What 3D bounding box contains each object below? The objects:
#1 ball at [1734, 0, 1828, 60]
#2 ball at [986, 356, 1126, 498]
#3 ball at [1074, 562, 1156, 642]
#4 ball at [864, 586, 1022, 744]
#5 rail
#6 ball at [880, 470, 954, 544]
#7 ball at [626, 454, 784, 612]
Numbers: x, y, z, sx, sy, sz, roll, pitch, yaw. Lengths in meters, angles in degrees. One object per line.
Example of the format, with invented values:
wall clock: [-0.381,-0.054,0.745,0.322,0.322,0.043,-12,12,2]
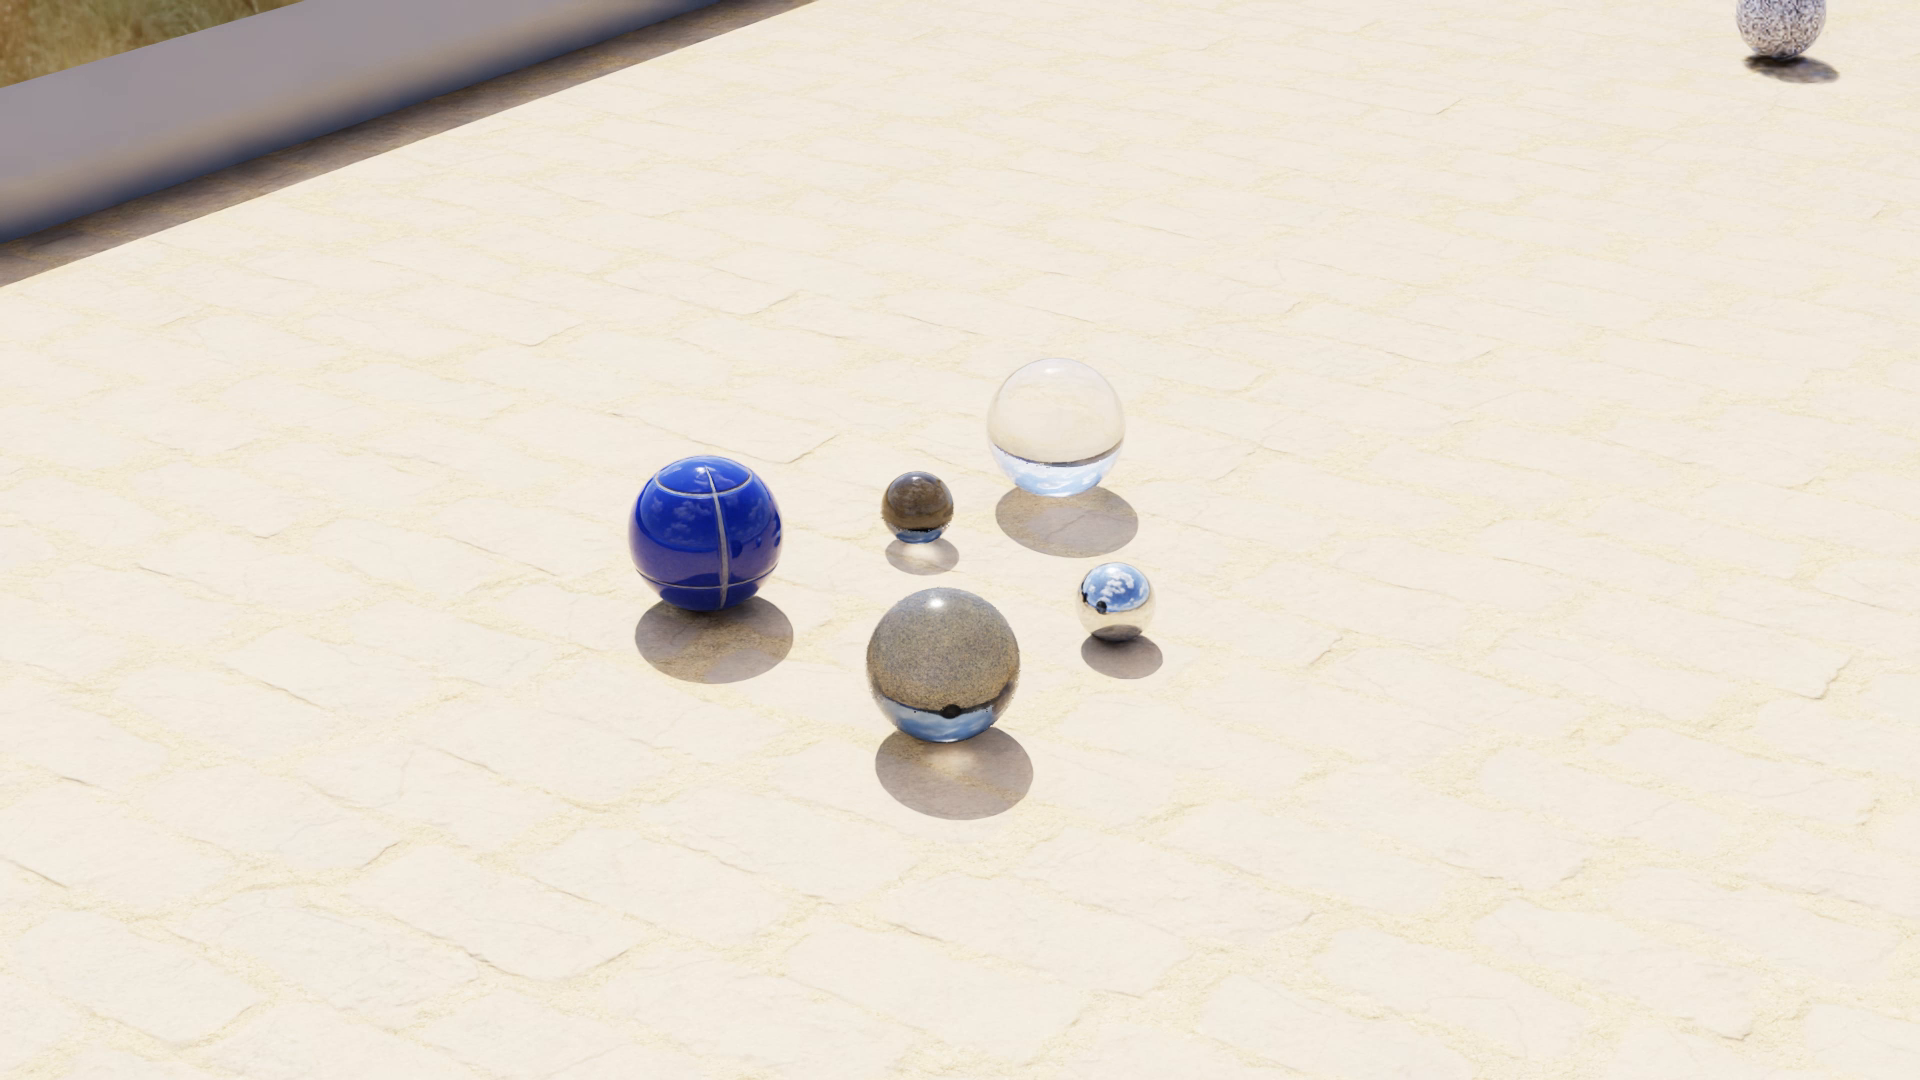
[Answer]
ball: [0.818,-0.524,2.931,0.089,0.089,0.089,0,25,0]
ball: [0.064,-0.075,1.962,0.094,0.094,0.094,0,25,0]
ball: [0.094,0.037,1.774,0.049,0.049,0.049,0,25,0]
ball: [-0.010,0.070,1.657,0.088,0.088,0.088,0,25,0]
rail: [-0.314,-0.583,3.012,0.045,0.126,3.649,16,30,31]
ball: [-0.027,-0.021,1.901,0.048,0.048,0.048,0,25,0]
ball: [-0.156,-0.004,1.807,0.097,0.097,0.097,0,25,0]
